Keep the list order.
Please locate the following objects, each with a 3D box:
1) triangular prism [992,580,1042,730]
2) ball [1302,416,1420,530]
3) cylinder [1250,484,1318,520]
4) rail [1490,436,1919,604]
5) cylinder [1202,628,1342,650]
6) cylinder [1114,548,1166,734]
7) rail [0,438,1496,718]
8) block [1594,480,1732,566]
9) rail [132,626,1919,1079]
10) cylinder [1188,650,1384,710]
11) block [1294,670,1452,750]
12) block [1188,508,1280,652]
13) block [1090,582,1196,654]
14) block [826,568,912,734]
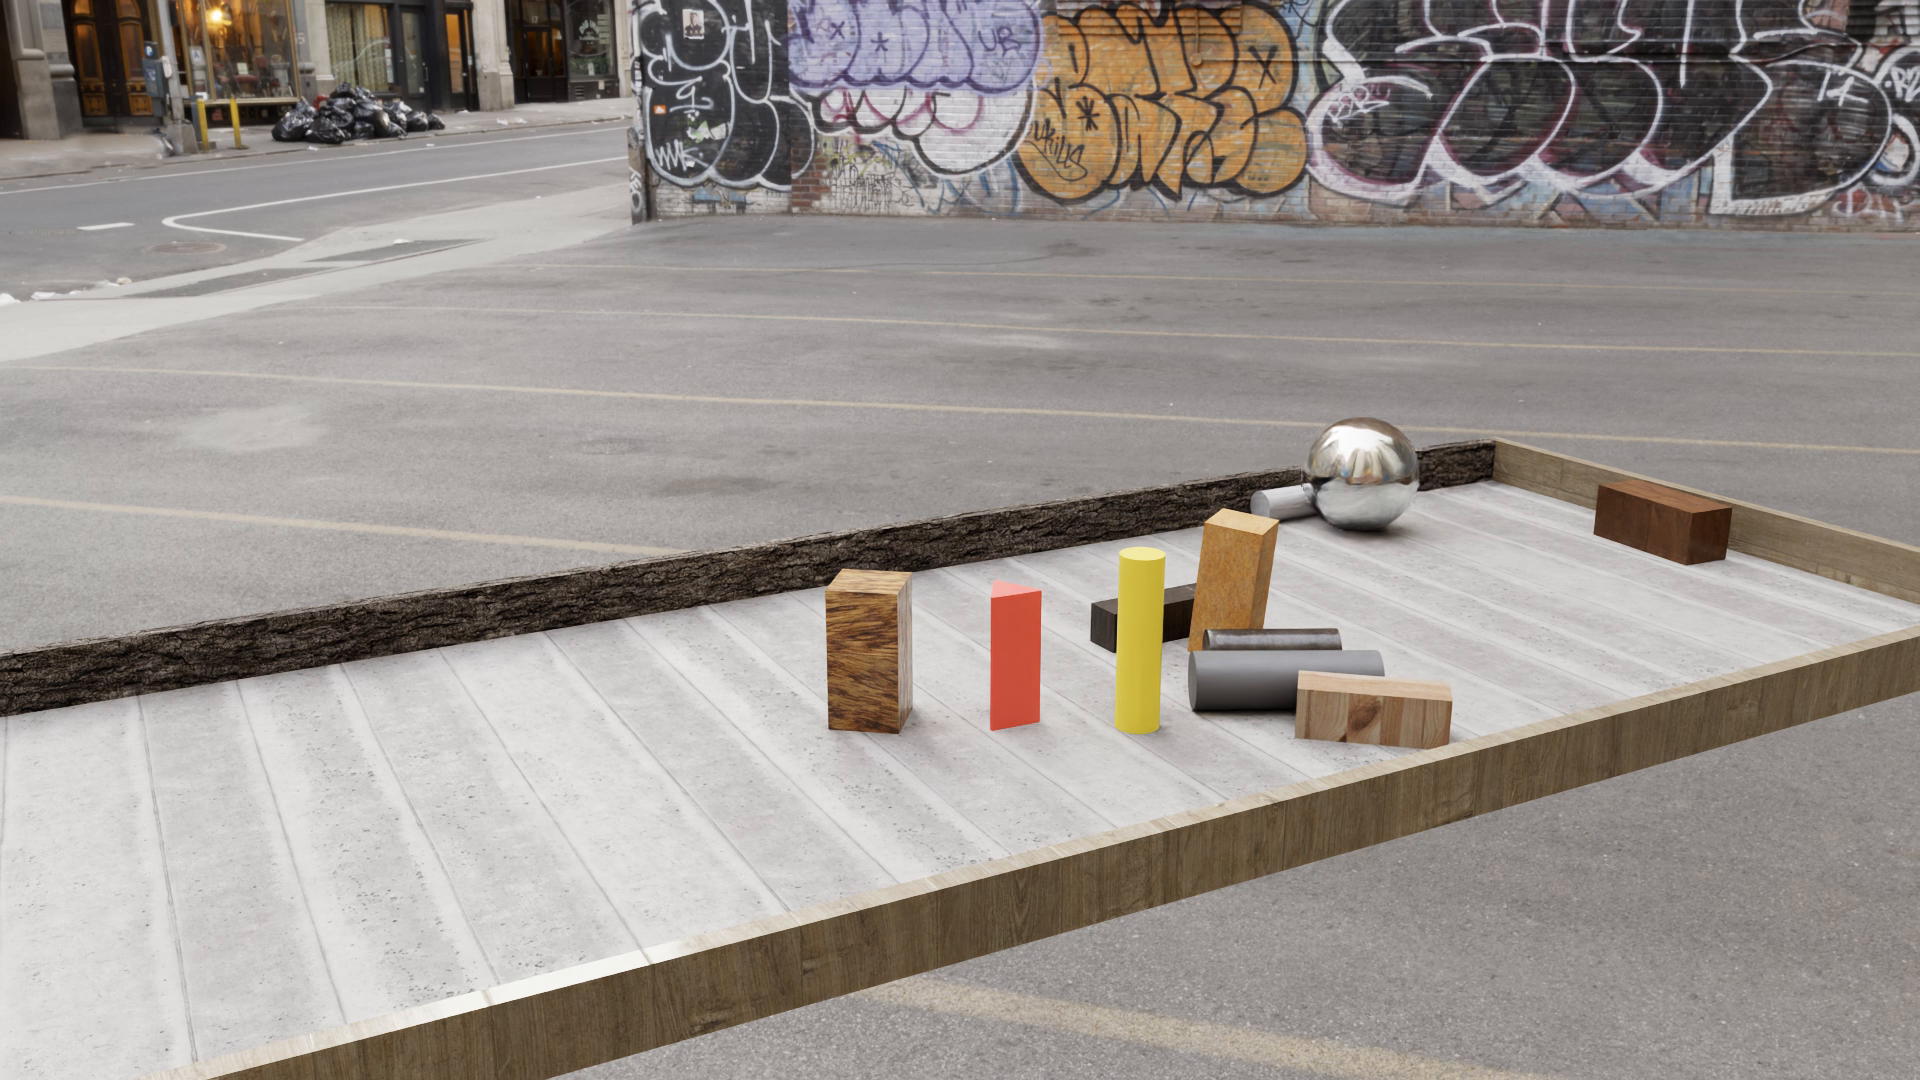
[{"bbox_3d":[0.107,0.266,3.872,0.129,0.327,0.112,-8,18,-25],"label":"triangular prism"},{"bbox_3d":[1.321,-0.218,5.432,0.375,0.375,0.375,0,16,0],"label":"ball"},{"bbox_3d":[1.161,-0.133,5.614,0.346,0.109,0.109,-8,18,-26],"label":"cylinder"},{"bbox_3d":[2.466,-0.048,5.253,0.050,0.150,2.100,-9,18,-27],"label":"rail"},{"bbox_3d":[0.788,0.284,4.175,0.331,0.120,0.120,0,16,-1],"label":"cylinder"},{"bbox_3d":[0.415,0.233,3.815,0.105,0.421,0.105,0,16,0],"label":"cylinder"},{"bbox_3d":[-3.305,0.497,3.399,12.000,0.150,0.050,-9,18,-27],"label":"rail"},{"bbox_3d":[2.235,-0.060,5.260,0.168,0.168,0.382,-7,18,-23],"label":"block"},{"bbox_3d":[-2.336,1.006,1.665,12.000,0.150,0.050,-9,18,-27],"label":"rail"},{"bbox_3d":[0.780,0.336,3.963,0.446,0.141,0.141,0,16,-1],"label":"cylinder"},{"bbox_3d":[0.951,0.392,3.805,0.342,0.122,0.122,4,17,12],"label":"block"},{"bbox_3d":[0.710,0.121,4.290,0.153,0.357,0.153,13,20,24],"label":"block"},{"bbox_3d":[0.538,0.207,4.459,0.373,0.108,0.108,-9,19,-29],"label":"block"},{"bbox_3d":[-0.210,0.259,3.868,0.168,0.341,0.168,3,17,9],"label":"block"}]
